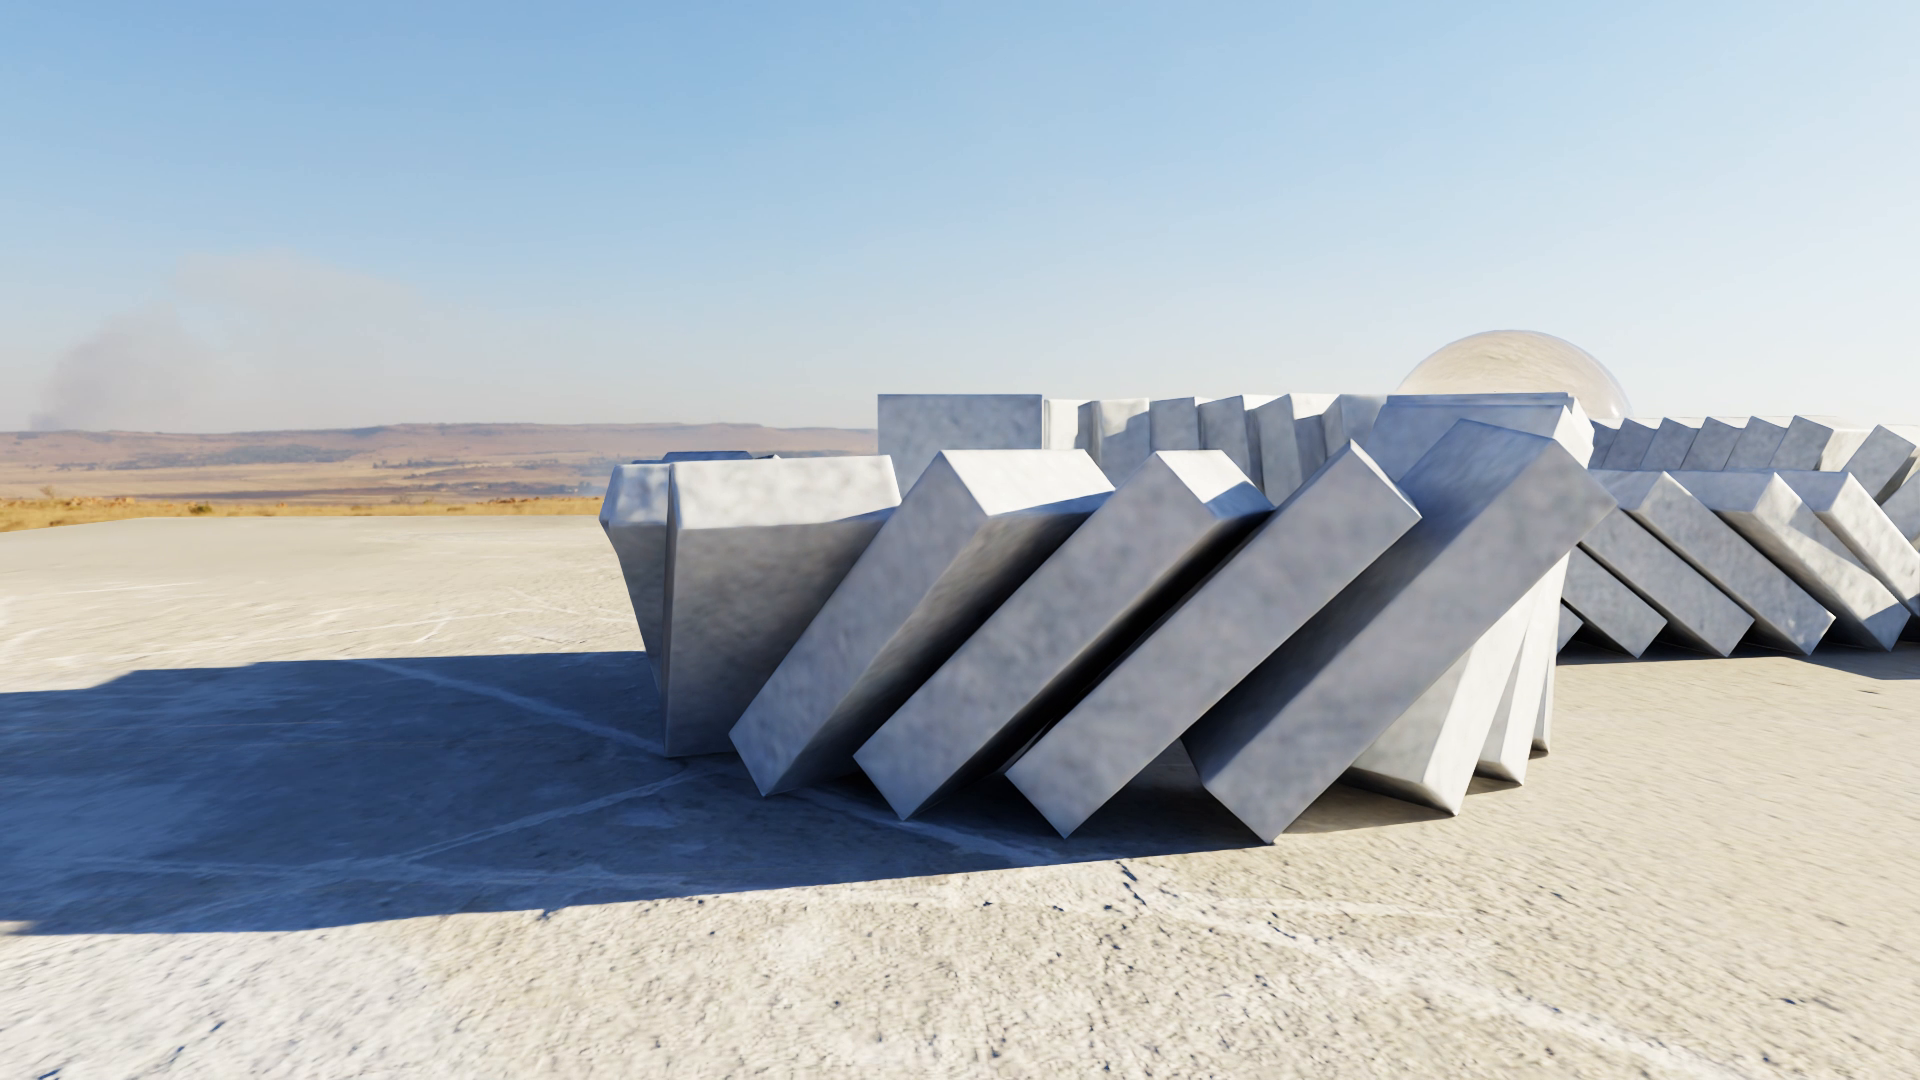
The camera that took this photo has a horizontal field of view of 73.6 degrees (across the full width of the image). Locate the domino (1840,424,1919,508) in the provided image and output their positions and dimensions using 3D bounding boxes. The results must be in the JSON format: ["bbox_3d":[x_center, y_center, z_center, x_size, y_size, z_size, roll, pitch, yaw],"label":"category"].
[{"bbox_3d":[0.220,-0.005,0.318,0.025,0.050,0.009,-3,38,-36],"label":"domino"}]

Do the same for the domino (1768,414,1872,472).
[{"bbox_3d":[0.213,-0.007,0.330,0.025,0.050,0.010,-3,29,-36],"label":"domino"}]

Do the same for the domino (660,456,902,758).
[{"bbox_3d":[-0.024,0.010,0.161,0.025,0.010,0.050,-3,-37,-17],"label":"domino"}]

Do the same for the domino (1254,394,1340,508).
[{"bbox_3d":[0.066,0.001,0.216,0.025,0.050,0.010,-2,-10,-25],"label":"domino"}]

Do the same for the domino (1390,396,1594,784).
[{"bbox_3d":[0.066,0.005,0.172,0.025,0.050,0.009,4,-22,42],"label":"domino"}]

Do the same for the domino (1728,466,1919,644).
[{"bbox_3d":[0.185,0.003,0.271,0.050,0.010,0.025,37,-9,-22],"label":"domino"}]

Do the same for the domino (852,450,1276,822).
[{"bbox_3d":[0.012,0.011,0.148,0.050,0.010,0.025,-47,-16,22],"label":"domino"}]

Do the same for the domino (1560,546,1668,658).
[{"bbox_3d":[0.117,0.004,0.264,0.050,0.009,0.025,38,1,-5],"label":"domino"}]

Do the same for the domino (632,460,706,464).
[{"bbox_3d":[-0.034,0.007,0.212,0.025,0.009,0.050,1,-37,19],"label":"domino"}]

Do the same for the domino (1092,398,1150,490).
[{"bbox_3d":[0.026,0.000,0.235,0.010,0.050,0.025,-5,6,-17],"label":"domino"}]

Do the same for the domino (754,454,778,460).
[{"bbox_3d":[-0.022,0.004,0.250,0.050,0.010,0.025,41,-12,-16],"label":"domino"}]

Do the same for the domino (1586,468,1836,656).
[{"bbox_3d":[0.151,0.004,0.266,0.050,0.009,0.025,36,-3,-11],"label":"domino"}]

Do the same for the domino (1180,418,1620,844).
[{"bbox_3d":[0.046,0.009,0.145,0.009,0.050,0.025,42,8,-7],"label":"domino"}]

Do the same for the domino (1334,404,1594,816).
[{"bbox_3d":[0.057,0.007,0.160,0.009,0.050,0.025,38,-18,-35],"label":"domino"}]

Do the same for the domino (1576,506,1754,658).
[{"bbox_3d":[0.134,0.004,0.265,0.050,0.010,0.025,37,0,-8],"label":"domino"}]

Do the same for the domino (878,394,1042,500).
[{"bbox_3d":[0.000,0.002,0.201,0.025,0.050,0.010,0,4,0],"label":"domino"}]

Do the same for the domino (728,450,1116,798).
[{"bbox_3d":[-0.005,0.010,0.153,0.025,0.010,0.050,-5,-38,-48],"label":"domino"}]

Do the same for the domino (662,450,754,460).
[{"bbox_3d":[-0.033,0.004,0.234,0.025,0.010,0.050,3,-38,46],"label":"domino"}]

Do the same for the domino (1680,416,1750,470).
[{"bbox_3d":[0.201,-0.008,0.347,0.025,0.050,0.009,-3,29,-36],"label":"domino"}]

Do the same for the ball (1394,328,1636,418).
[{"bbox_3d":[0.180,-0.029,0.425,0.080,0.080,0.080,0,4,0],"label":"ball"}]

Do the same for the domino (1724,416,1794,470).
[{"bbox_3d":[0.208,-0.008,0.339,0.025,0.050,0.010,-3,29,-36],"label":"domino"}]

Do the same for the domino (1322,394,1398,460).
[{"bbox_3d":[0.073,0.002,0.202,0.025,0.050,0.010,0,-15,-3],"label":"domino"}]

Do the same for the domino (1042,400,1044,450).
[{"bbox_3d":[0.001,0.001,0.218,0.025,0.050,0.009,1,4,15],"label":"domino"}]

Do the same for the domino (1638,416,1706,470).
[{"bbox_3d":[0.194,-0.009,0.355,0.025,0.050,0.009,-3,29,-36],"label":"domino"}]

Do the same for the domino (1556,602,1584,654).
[{"bbox_3d":[0.100,0.003,0.264,0.050,0.009,0.025,40,1,-5],"label":"domino"}]

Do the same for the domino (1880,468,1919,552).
[{"bbox_3d":[0.226,-0.003,0.306,0.025,0.050,0.009,-3,44,-36],"label":"domino"}]

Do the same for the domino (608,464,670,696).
[{"bbox_3d":[-0.031,0.009,0.178,0.025,0.009,0.050,-1,-37,-4],"label":"domino"}]

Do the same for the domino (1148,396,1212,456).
[{"bbox_3d":[0.043,0.000,0.236,0.009,0.050,0.025,-4,3,22],"label":"domino"}]

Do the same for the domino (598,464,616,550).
[{"bbox_3d":[-0.034,0.008,0.195,0.025,0.009,0.050,1,-36,7],"label":"domino"}]

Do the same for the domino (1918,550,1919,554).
[{"bbox_3d":[0.242,0.010,0.279,0.025,0.010,0.050,19,3,-31],"label":"domino"}]

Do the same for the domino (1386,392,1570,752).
[{"bbox_3d":[0.073,0.004,0.186,0.025,0.050,0.010,2,-17,30],"label":"domino"}]

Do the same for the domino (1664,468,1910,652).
[{"bbox_3d":[0.170,0.004,0.267,0.050,0.009,0.025,37,-8,-18],"label":"domino"}]

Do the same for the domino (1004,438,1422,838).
[{"bbox_3d":[0.028,0.010,0.144,0.009,0.050,0.025,46,17,7],"label":"domino"}]

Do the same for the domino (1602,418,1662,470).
[{"bbox_3d":[0.188,-0.010,0.363,0.025,0.050,0.009,-3,29,-36],"label":"domino"}]

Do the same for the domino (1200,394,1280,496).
[{"bbox_3d":[0.057,0.000,0.228,0.025,0.050,0.010,-3,-3,-39],"label":"domino"}]

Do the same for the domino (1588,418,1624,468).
[{"bbox_3d":[0.182,-0.010,0.372,0.025,0.050,0.010,-3,29,-36],"label":"domino"}]

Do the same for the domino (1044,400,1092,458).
[{"bbox_3d":[0.012,0.000,0.232,0.010,0.050,0.025,-3,5,-33],"label":"domino"}]
